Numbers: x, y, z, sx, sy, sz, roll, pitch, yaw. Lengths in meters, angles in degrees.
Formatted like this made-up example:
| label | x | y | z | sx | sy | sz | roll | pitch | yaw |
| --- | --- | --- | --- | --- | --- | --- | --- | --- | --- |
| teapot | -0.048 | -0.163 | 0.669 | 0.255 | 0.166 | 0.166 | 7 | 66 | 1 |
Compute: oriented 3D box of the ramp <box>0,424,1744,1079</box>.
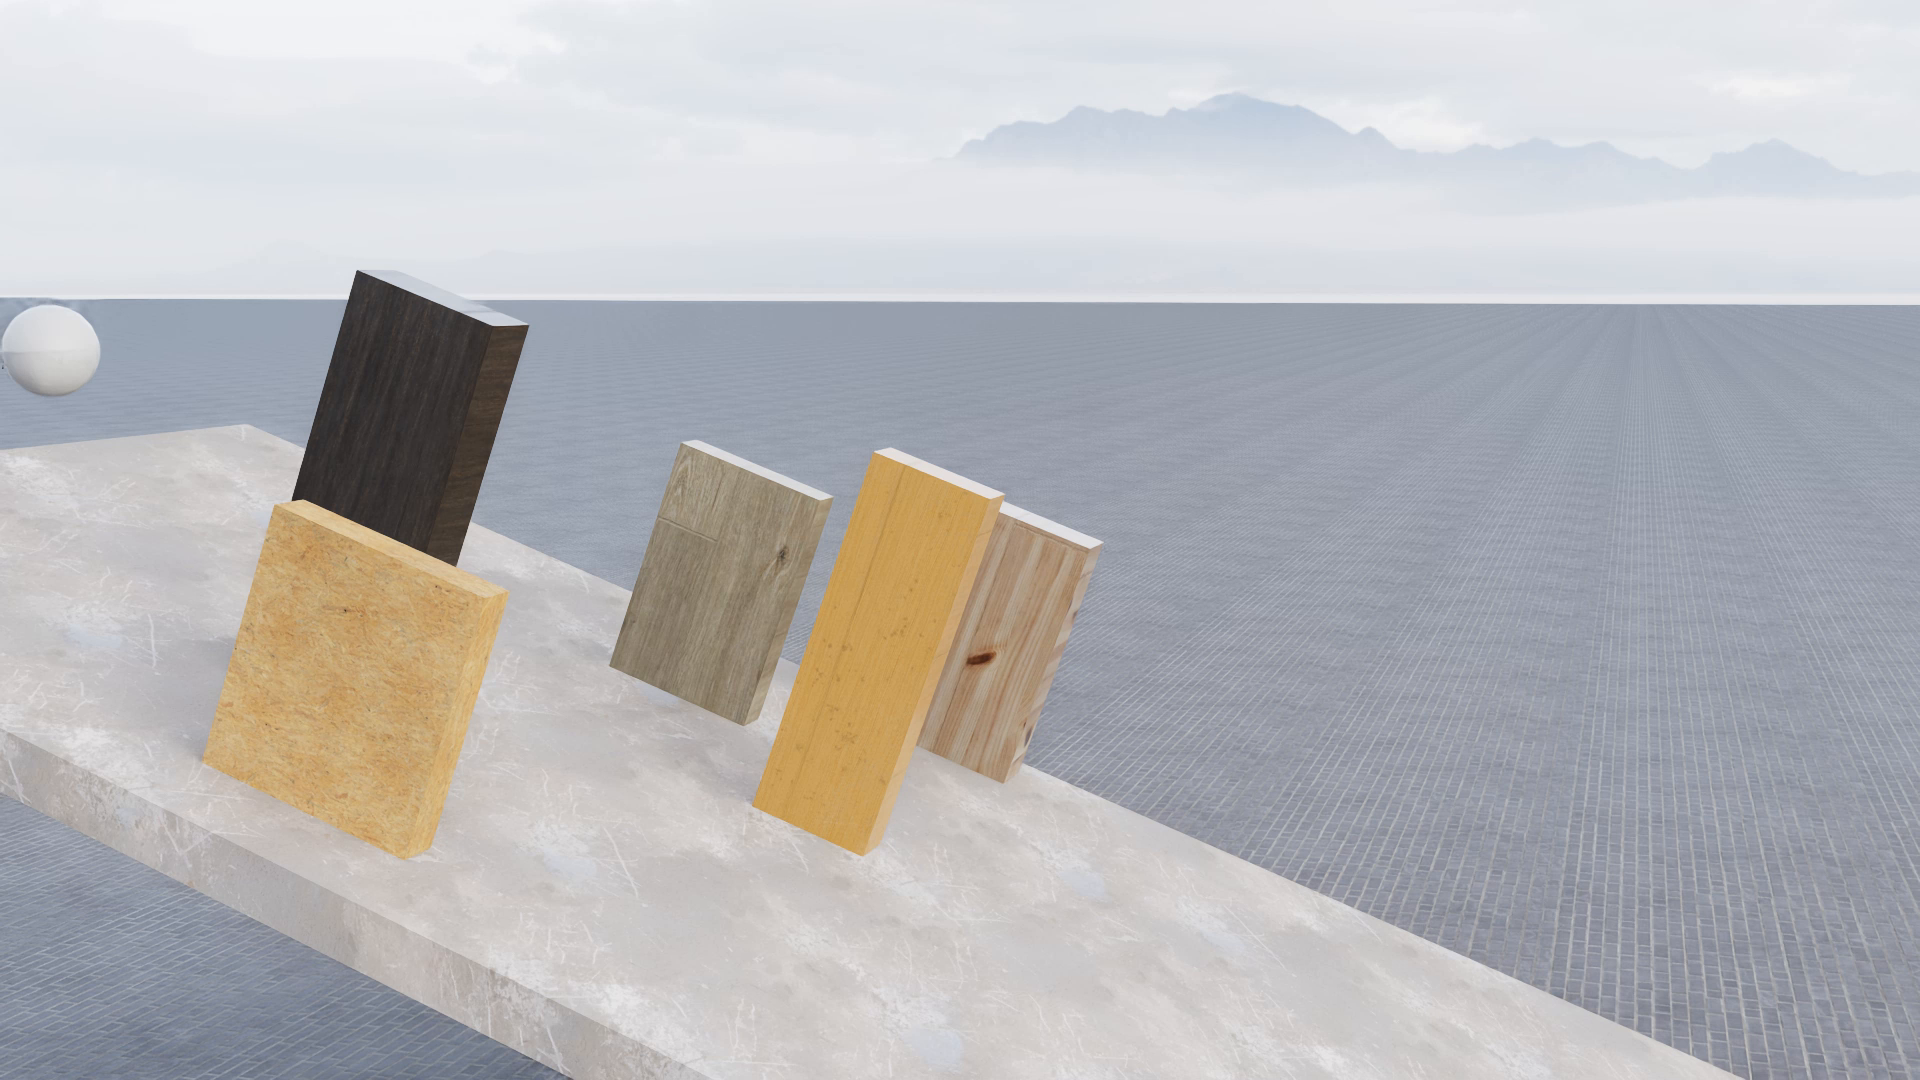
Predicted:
| label | x | y | z | sx | sy | sz | roll | pitch | yaw |
| --- | --- | --- | --- | --- | --- | --- | --- | --- | --- |
| ramp | -0.333 | 0.608 | 4.210 | 4.000 | 0.100 | 2.000 | 23 | 13 | 13 |

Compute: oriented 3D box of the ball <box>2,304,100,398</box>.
| label | x | y | z | sx | sy | sz | roll | pitch | yaw |
| --- | --- | --- | --- | --- | --- | --- | --- | --- | --- |
| ball | -1.986 | -0.413 | 4.806 | 0.201 | 0.201 | 0.201 | 0 | 7 | 0 |

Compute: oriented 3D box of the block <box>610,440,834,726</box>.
| label | x | y | z | sx | sy | sz | roll | pitch | yaw |
| --- | --- | --- | --- | --- | --- | --- | --- | --- | --- |
| block | -0.514 | 0.091 | 4.714 | 0.334 | 0.521 | 0.084 | 23 | 13 | 13 |

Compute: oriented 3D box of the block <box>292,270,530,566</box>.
| label | x | y | z | sx | sy | sz | roll | pitch | yaw |
| --- | --- | --- | --- | --- | --- | --- | --- | --- | --- |
| block | -1.036 | -0.063 | 3.949 | 0.282 | 0.788 | 0.129 | 23 | 13 | 13 |

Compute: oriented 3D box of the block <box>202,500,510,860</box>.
| label | x | y | z | sx | sy | sz | roll | pitch | yaw |
| --- | --- | --- | --- | --- | --- | --- | --- | --- | --- |
| block | -0.982 | 0.224 | 3.561 | 0.397 | 0.459 | 0.081 | 23 | 13 | 13 |

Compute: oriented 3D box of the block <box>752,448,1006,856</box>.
| label | x | y | z | sx | sy | sz | roll | pitch | yaw |
| --- | --- | --- | --- | --- | --- | --- | --- | --- | --- |
| block | -0.159 | 0.215 | 4.206 | 0.242 | 0.740 | 0.101 | 23 | 13 | 13 |

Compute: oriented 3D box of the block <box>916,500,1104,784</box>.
| label | x | y | z | sx | sy | sz | roll | pitch | yaw |
| --- | --- | --- | --- | --- | --- | --- | --- | --- | --- |
| block | 0.033 | 0.202 | 4.959 | 0.393 | 0.571 | 0.128 | 23 | 13 | 13 |
